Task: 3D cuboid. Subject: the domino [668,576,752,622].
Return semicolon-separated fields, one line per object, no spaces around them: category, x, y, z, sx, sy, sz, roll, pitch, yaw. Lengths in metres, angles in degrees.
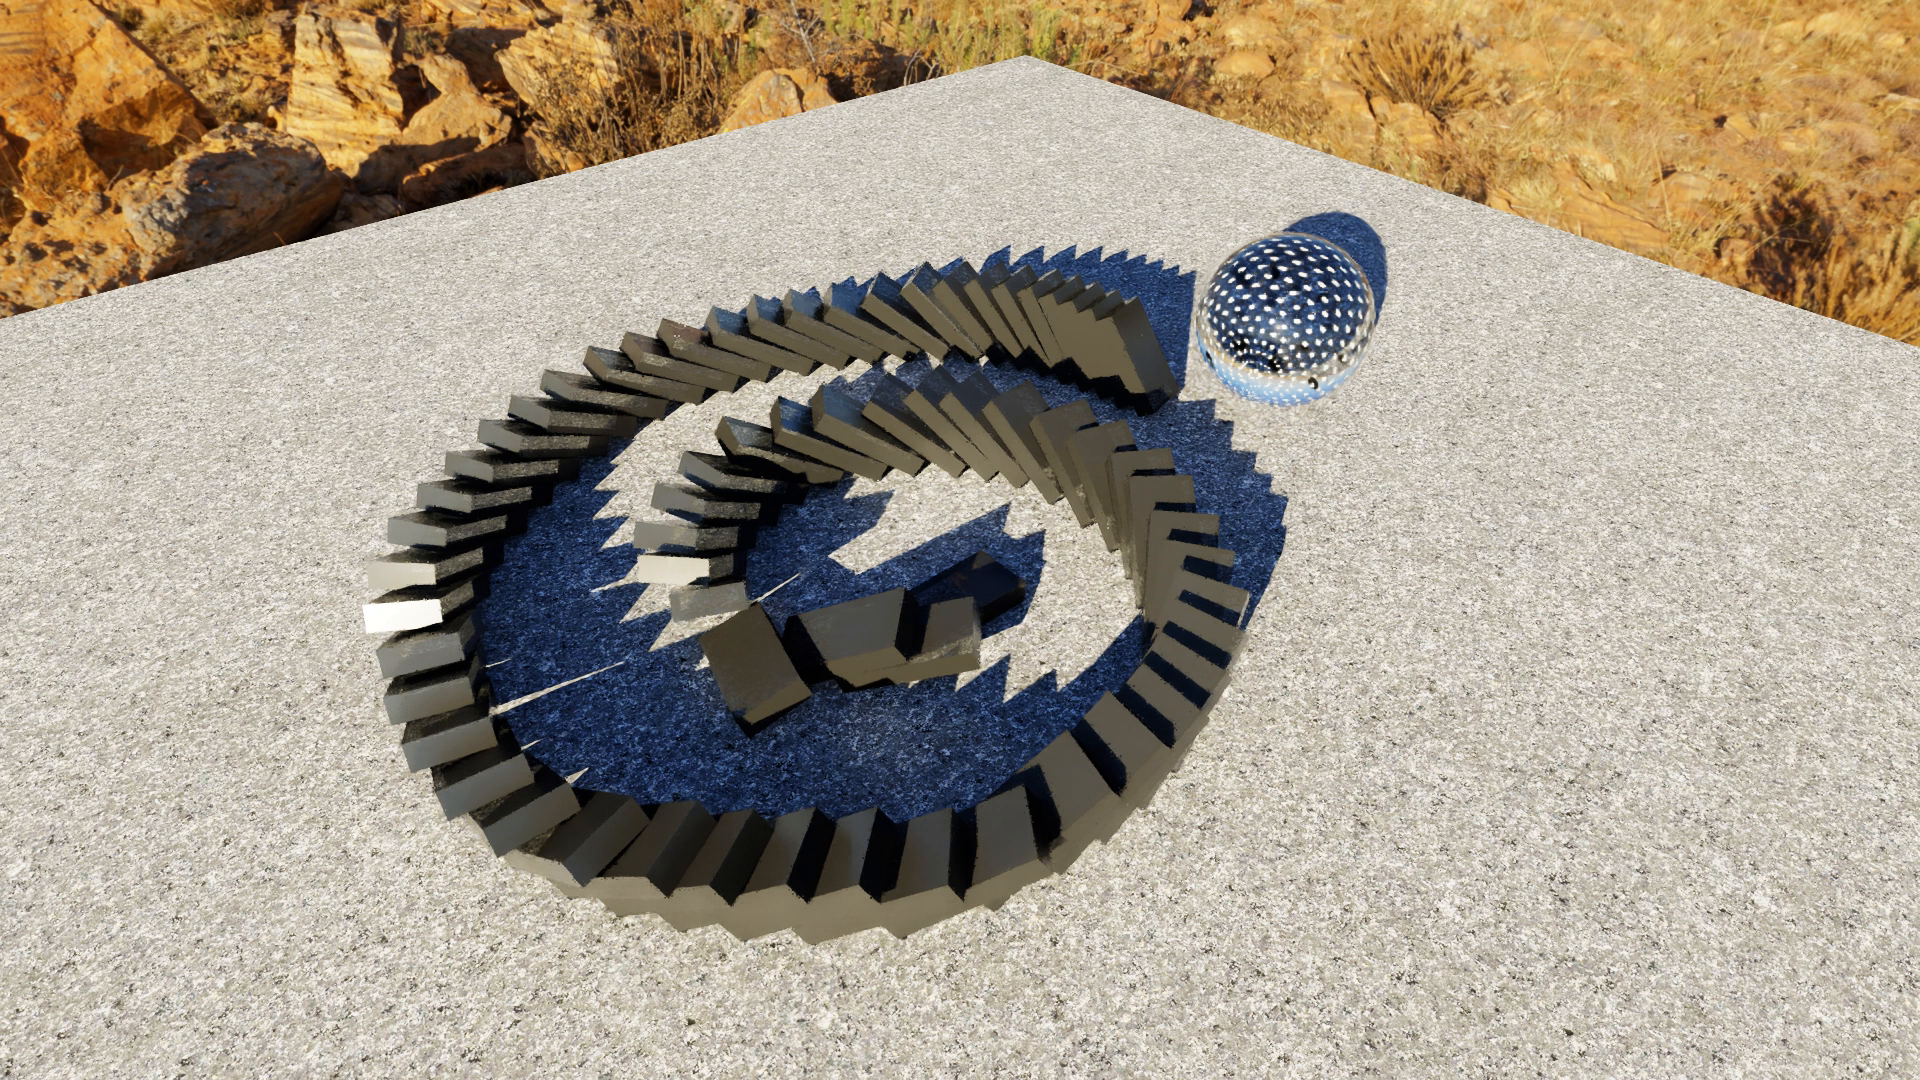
domino;-0.089;0.021;0.395;0.025;0.009;0.050;-10;2;-9

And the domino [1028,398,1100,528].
domino;0.052;-0.033;0.463;0.025;0.009;0.050;-20;76;-24

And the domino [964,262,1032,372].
domino;0.025;-0.113;0.554;0.009;0.050;0.025;-24;15;47

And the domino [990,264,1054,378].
domino;0.038;-0.109;0.549;0.010;0.050;0.025;-17;20;46

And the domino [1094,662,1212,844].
domino;0.051;0.066;0.340;0.050;0.009;0.025;-50;53;1

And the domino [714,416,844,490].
domino;-0.077;-0.037;0.469;0.050;0.009;0.025;13;26;-37

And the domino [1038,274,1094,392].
domino;0.059;-0.101;0.537;0.010;0.050;0.025;-9;24;47

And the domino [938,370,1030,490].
domino;0.016;-0.048;0.479;0.050;0.010;0.025;48;44;-2

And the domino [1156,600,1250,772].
domino;0.072;0.048;0.362;0.025;0.010;0.050;27;84;27

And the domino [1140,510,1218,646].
domino;0.081;0.015;0.406;0.025;0.009;0.050;5;70;6

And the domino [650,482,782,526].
domino;-0.096;-0.014;0.439;0.025;0.009;0.050;19;8;23

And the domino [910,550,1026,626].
domino;-0.002;0.024;0.414;0.050;0.009;0.025;-29;47;-30

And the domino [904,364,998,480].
domino;0.001;-0.052;0.483;0.050;0.010;0.025;44;42;-6

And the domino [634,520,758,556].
domino;-0.101;-0.002;0.422;0.025;0.010;0.050;7;4;15

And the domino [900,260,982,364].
domino;-0.006;-0.116;0.560;0.050;0.010;0.025;43;39;-17

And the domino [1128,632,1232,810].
domino;0.062;0.057;0.351;0.025;0.010;0.050;33;87;33

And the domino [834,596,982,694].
domino;-0.018;0.037;0.385;0.050;0.010;0.025;-12;45;14

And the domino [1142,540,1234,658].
domino;0.081;0.027;0.390;0.025;0.010;0.050;10;74;12

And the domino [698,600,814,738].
domino;-0.071;0.043;0.379;0.025;0.009;0.050;-34;39;-7

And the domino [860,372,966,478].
domino;-0.017;-0.051;0.486;0.050;0.010;0.025;33;41;-9

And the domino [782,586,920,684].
domino;-0.040;0.034;0.381;0.050;0.009;0.025;-15;44;26

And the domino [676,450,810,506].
domino;-0.089;-0.025;0.453;0.025;0.009;0.050;29;14;31

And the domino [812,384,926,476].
domino;-0.040;-0.048;0.480;0.050;0.010;0.025;24;29;-26

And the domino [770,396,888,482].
domino;-0.057;-0.044;0.478;0.050;0.009;0.025;19;32;-27

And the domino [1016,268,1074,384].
domino;0.049;-0.105;0.543;0.010;0.050;0.025;-11;23;47

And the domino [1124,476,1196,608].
domino;0.079;0.000;0.423;0.025;0.010;0.050;-1;71;-4

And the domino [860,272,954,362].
domino;-0.025;-0.114;0.561;0.050;0.009;0.025;32;37;-16

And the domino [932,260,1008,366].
domino;0.011;-0.115;0.559;0.050;0.009;0.025;50;46;-10

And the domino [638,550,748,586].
domino;-0.098;0.009;0.410;0.025;0.009;0.050;3;3;4

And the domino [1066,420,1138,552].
domino;0.064;-0.023;0.451;0.025;0.009;0.050;-15;74;-18

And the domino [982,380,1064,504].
domino;0.034;-0.042;0.472;0.025;0.010;0.050;-31;83;-37

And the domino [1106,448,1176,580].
domino;0.075;-0.011;0.437;0.025;0.010;0.050;-5;71;-6

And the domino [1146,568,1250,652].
domino;0.078;0.038;0.374;0.025;0.009;0.050;19;81;21
